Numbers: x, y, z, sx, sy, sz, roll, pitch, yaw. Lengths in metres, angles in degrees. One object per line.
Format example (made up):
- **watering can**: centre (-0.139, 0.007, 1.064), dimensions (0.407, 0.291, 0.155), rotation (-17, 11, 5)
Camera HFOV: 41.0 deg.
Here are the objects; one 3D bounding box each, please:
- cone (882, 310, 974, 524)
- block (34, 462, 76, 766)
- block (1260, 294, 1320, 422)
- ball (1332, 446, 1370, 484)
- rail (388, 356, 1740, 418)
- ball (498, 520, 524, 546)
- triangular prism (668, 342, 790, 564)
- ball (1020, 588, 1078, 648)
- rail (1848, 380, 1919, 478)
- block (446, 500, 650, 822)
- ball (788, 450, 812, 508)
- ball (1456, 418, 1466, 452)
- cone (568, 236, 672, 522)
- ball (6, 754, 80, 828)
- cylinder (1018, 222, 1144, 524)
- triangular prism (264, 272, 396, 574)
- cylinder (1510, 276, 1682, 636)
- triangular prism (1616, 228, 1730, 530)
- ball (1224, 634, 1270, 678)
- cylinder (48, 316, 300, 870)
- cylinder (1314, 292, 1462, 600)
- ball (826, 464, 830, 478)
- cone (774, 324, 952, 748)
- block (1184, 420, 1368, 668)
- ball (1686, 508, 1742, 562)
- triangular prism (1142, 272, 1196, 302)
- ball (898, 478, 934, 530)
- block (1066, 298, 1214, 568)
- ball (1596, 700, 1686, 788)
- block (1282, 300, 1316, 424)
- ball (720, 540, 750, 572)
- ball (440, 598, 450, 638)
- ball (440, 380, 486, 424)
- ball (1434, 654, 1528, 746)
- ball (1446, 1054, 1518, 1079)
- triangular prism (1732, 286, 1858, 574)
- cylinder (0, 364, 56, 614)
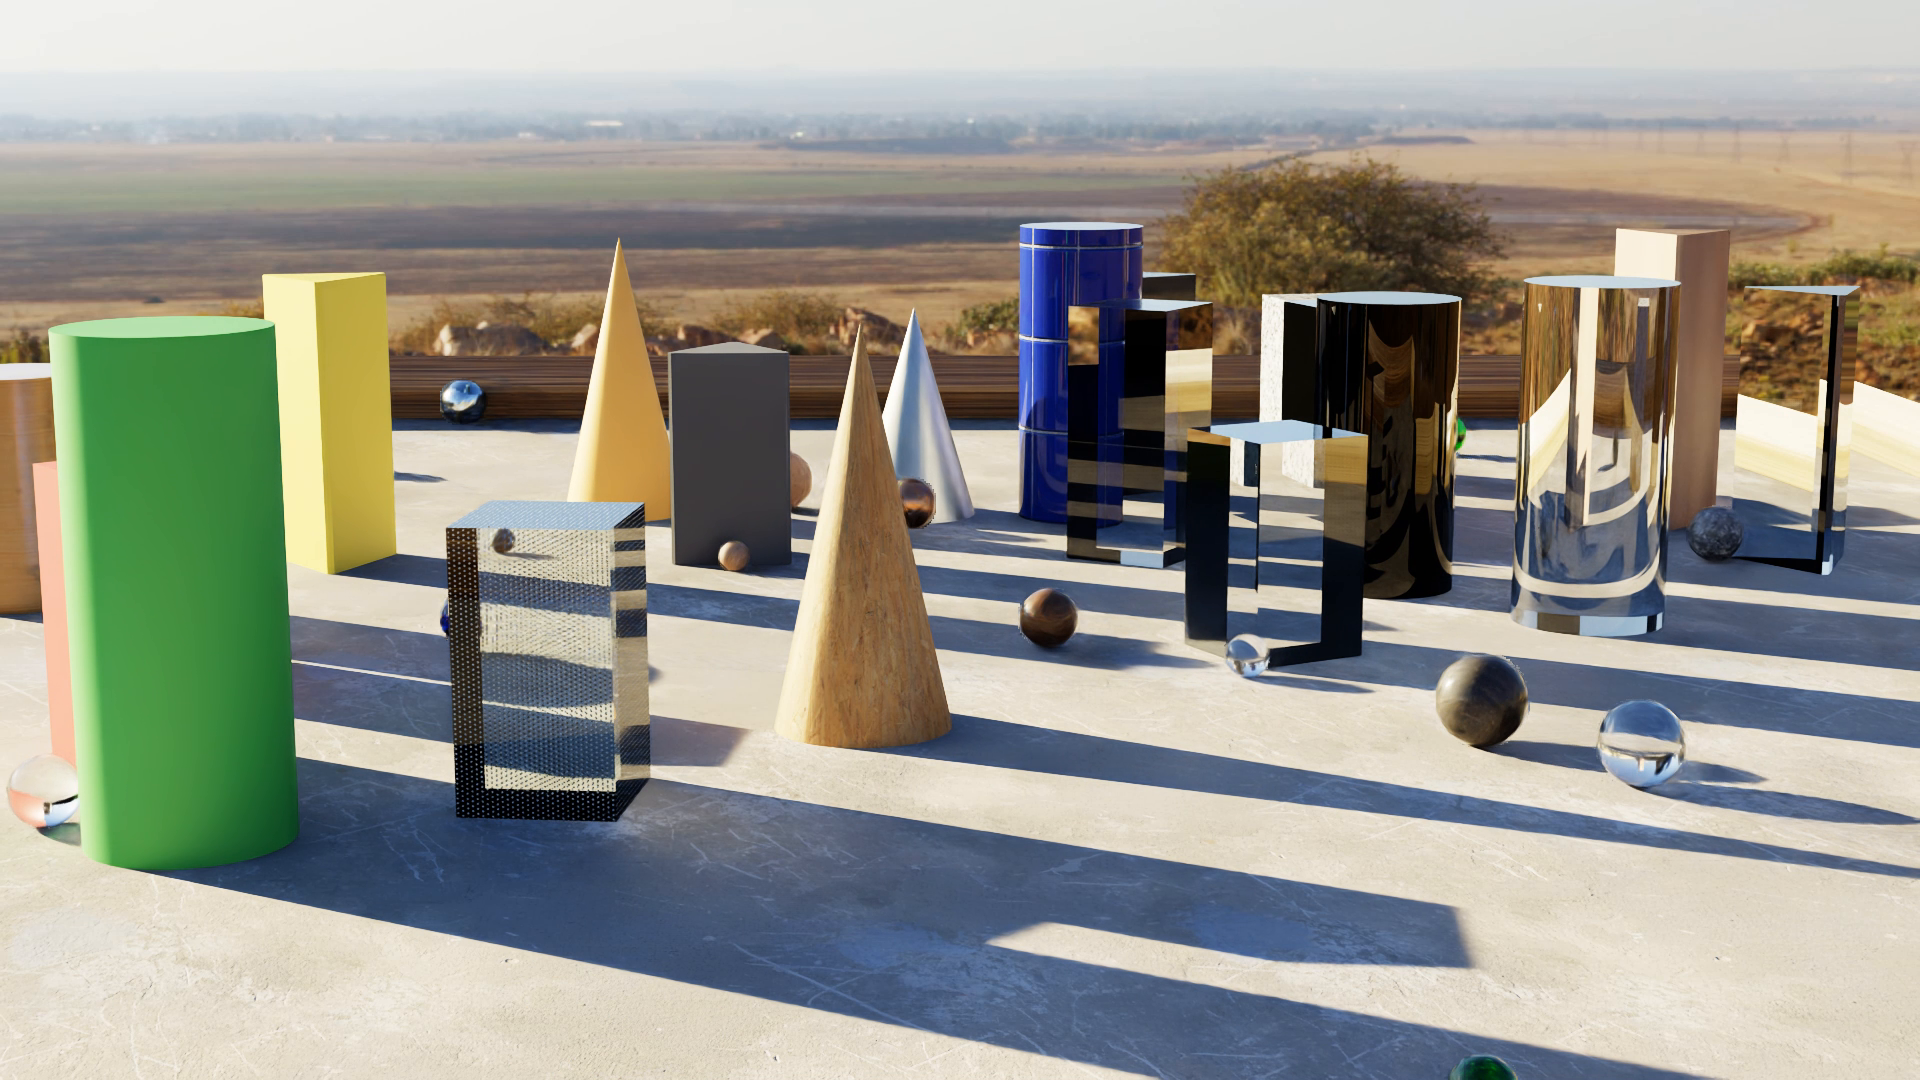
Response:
- **cone**: centre (-0.075, -0.211, 4.200), dimensions (0.200, 0.340, 0.200), rotation (0, 10, 0)
- **block**: centre (-0.843, 0.080, 2.671), dimensions (0.160, 0.322, 0.160), rotation (-10, 14, -43)
- **block**: centre (0.642, -0.276, 4.610), dimensions (0.160, 0.318, 0.160), rotation (-2, 11, -12)
- **ball**: centre (0.691, -0.133, 4.527), dimensions (0.068, 0.068, 0.068), rotation (0, 10, 0)
- **rail**: centre (-0.011, -0.317, 5.344), dimensions (3.449, 0.130, 0.045), rotation (0, 10, 0)
- **ball**: centre (-0.688, -0.010, 3.935), dimensions (0.040, 0.040, 0.040), rotation (0, 10, 0)
- **triangular prism**: centre (-0.340, -0.132, 3.840), dimensions (0.173, 0.314, 0.150), rotation (0, 10, -2)
- **ball**: centre (0.112, 0.099, 3.252), dimensions (0.075, 0.075, 0.075), rotation (0, 10, 0)
- **rail**: centre (1.701, 0.032, 3.458), dimensions (0.045, 0.130, 3.903), rotation (0, 10, 0)
- **block**: centre (-0.407, 0.117, 2.563), dimensions (0.160, 0.289, 0.160), rotation (1, 11, 5)
- **ball**: centre (-0.294, -0.100, 4.261), dimensions (0.099, 0.099, 0.099), rotation (0, 10, 0)
- **ball**: centre (0.920, -0.201, 4.861), dimensions (0.079, 0.079, 0.079), rotation (0, 10, 0)
- **cone**: centre (-0.553, -0.269, 4.201), dimensions (0.200, 0.454, 0.200), rotation (0, 10, 0)
- **ball**: centre (-0.886, 0.243, 2.483), dimensions (0.071, 0.071, 0.071), rotation (0, 10, 0)
- **cylinder**: centre (0.196, -0.274, 4.174), dimensions (0.200, 0.472, 0.200), rotation (0, 10, 0)
- **triangular prism**: centre (-0.911, -0.179, 3.797), dimensions (0.150, 0.423, 0.173), rotation (-9, 14, -39)
- **cylinder**: centre (0.834, -0.115, 3.375), dimensions (0.200, 0.450, 0.200), rotation (0, 10, 0)
- **triangular prism**: centre (1.118, -0.264, 4.134), dimensions (0.150, 0.467, 0.173), rotation (9, 14, 41)
- **ball**: centre (0.346, 0.139, 3.091), dimensions (0.054, 0.054, 0.054), rotation (0, 10, 0)
- **cylinder**: centre (-0.734, 0.044, 2.407), dimensions (0.200, 0.490, 0.200), rotation (0, 10, 0)
- **cylinder**: centre (0.597, -0.137, 3.609), dimensions (0.200, 0.408, 0.200), rotation (0, 10, 0)
- **ball**: centre (-0.177, -0.108, 4.315), dimensions (0.095, 0.095, 0.095), rotation (0, 10, 0)
- **cone**: centre (-0.108, -0.016, 2.830), dimensions (0.200, 0.453, 0.200), rotation (0, 10, 0)
- **block**: centre (0.394, 0.002, 3.215), dimensions (0.160, 0.278, 0.160), rotation (-6, 12, -28)
- **ball**: centre (1.123, -0.008, 3.818), dimensions (0.080, 0.080, 0.080), rotation (0, 10, 0)
- **triangular prism**: centre (0.297, -0.283, 4.505), dimensions (0.173, 0.370, 0.150), rotation (-7, 12, -32)
- **ball**: centre (-0.081, -0.058, 4.081), dimensions (0.081, 0.081, 0.081), rotation (0, 10, 0)
- **block**: centre (0.269, -0.164, 3.839), dimensions (0.160, 0.378, 0.160), rotation (6, 12, 30)
- **ball**: centre (0.697, 0.208, 2.622), dimensions (0.089, 0.089, 0.089), rotation (0, 10, 0)
- **block**: centre (0.632, -0.212, 4.186), dimensions (0.160, 0.347, 0.160), rotation (-4, 11, -19)
- **ball**: centre (-0.328, 0.023, 3.743), dimensions (0.045, 0.045, 0.045), rotation (0, 10, 0)
- **ball**: centre (-0.628, 0.098, 3.269), dimensions (0.069, 0.069, 0.069), rotation (0, 10, 0)
- **ball**: centre (-1.020, -0.283, 5.269), dimensions (0.092, 0.092, 0.092), rotation (0, 10, 0)
- **ball**: centre (0.566, 0.173, 2.781), dimensions (0.100, 0.100, 0.100), rotation (0, 10, 0)
- **ball**: centre (0.363, 0.383, 1.778), dimensions (0.052, 0.052, 0.052), rotation (0, 10, 0)
- **triangular prism**: centre (1.267, -0.169, 3.794), dimensions (0.150, 0.405, 0.173), rotation (-7, 13, -34)
- **cylinder**: centre (-1.291, -0.073, 3.518), dimensions (0.200, 0.317, 0.200), rotation (0, 10, 0)
